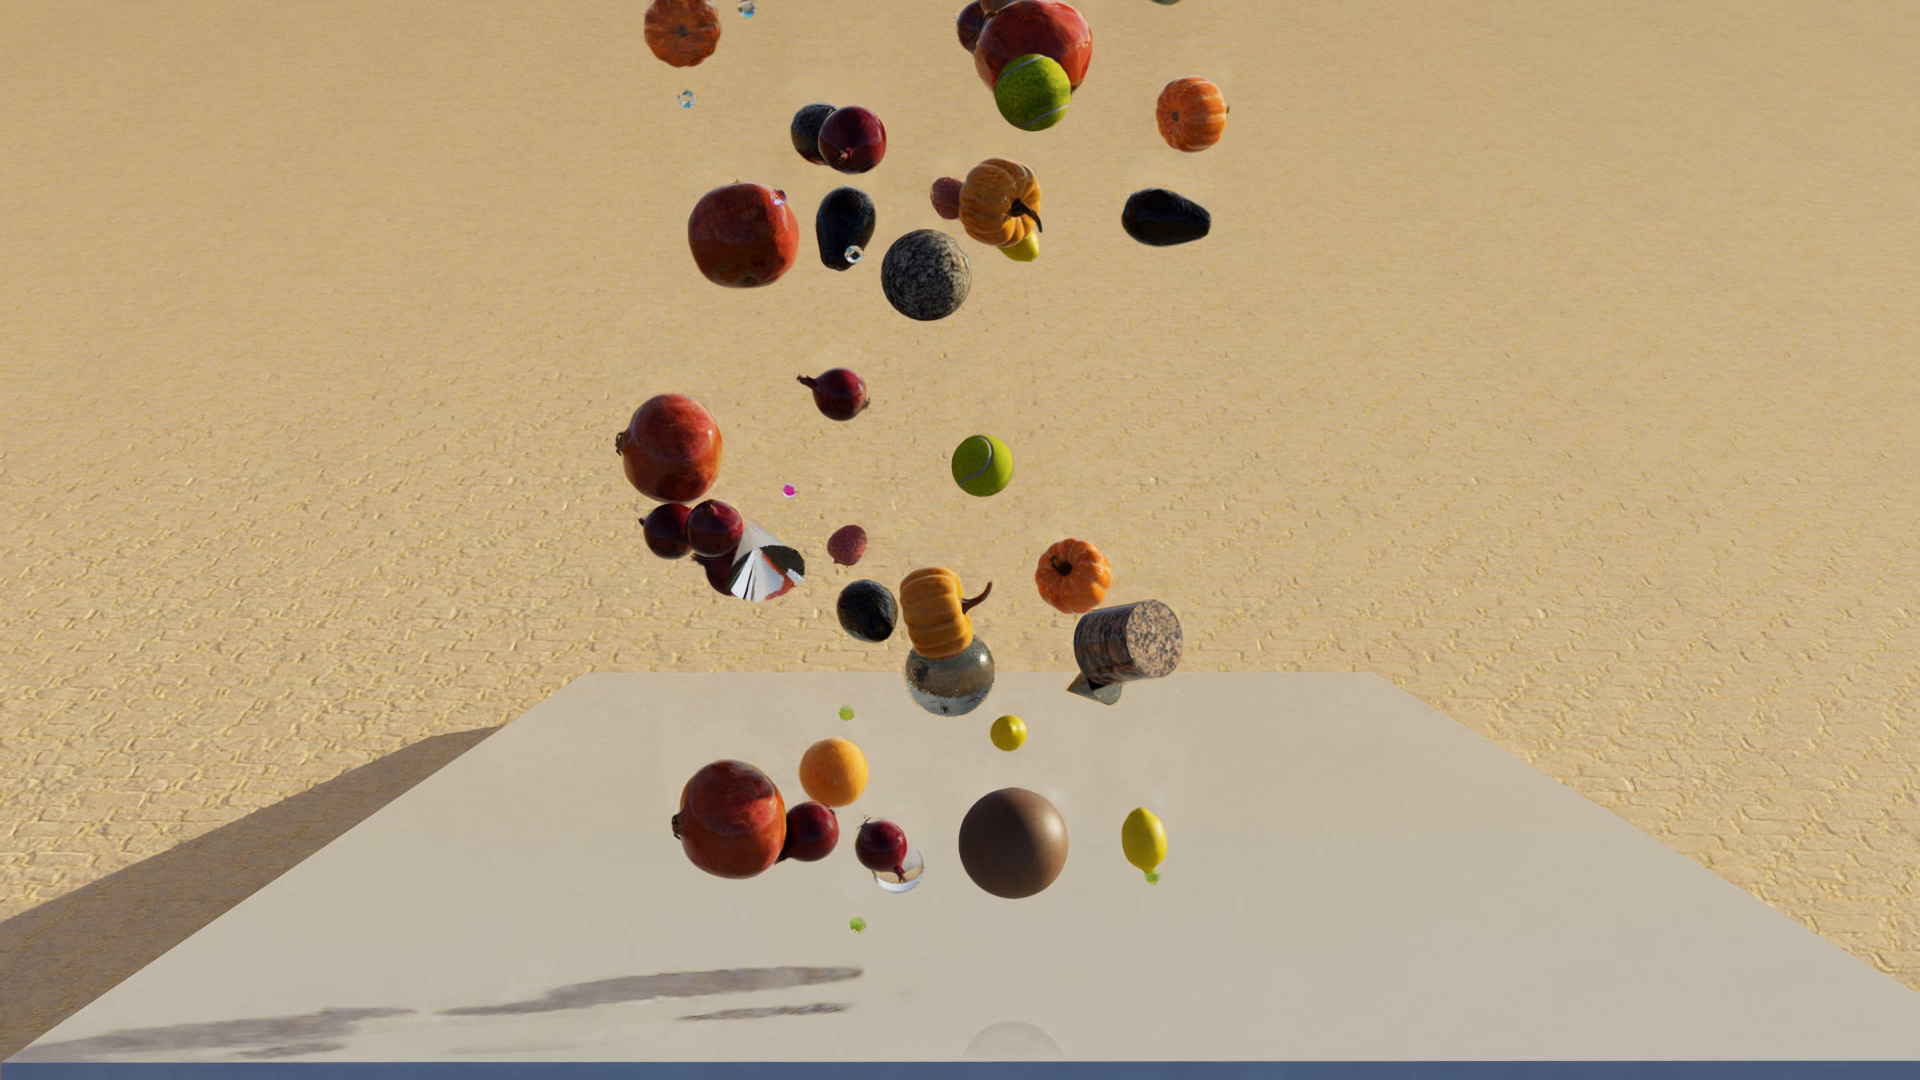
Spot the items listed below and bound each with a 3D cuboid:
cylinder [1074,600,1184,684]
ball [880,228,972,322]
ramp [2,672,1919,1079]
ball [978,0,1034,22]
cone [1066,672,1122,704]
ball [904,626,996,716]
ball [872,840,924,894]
[{"bbox_3d":[0.194,0.119,2.971,0.090,0.090,0.090,-21,5,-40],"label":"cylinder"},{"bbox_3d":[-0.031,-0.242,2.351,0.084,0.084,0.084,0,23,0],"label":"ball"},{"bbox_3d":[0.052,0.475,4.536,2.000,0.100,4.000,0,3,0],"label":"ramp"},{"bbox_3d":[0.046,-0.547,2.575,0.056,0.056,0.056,0,23,0],"label":"ball"},{"bbox_3d":[0.147,0.170,3.026,0.061,0.061,0.061,-19,6,41],"label":"cone"},{"bbox_3d":[-0.010,0.131,2.556,0.090,0.090,0.090,0,23,0],"label":"ball"},{"bbox_3d":[-0.071,0.375,2.949,0.060,0.060,0.060,0,23,0],"label":"ball"}]
